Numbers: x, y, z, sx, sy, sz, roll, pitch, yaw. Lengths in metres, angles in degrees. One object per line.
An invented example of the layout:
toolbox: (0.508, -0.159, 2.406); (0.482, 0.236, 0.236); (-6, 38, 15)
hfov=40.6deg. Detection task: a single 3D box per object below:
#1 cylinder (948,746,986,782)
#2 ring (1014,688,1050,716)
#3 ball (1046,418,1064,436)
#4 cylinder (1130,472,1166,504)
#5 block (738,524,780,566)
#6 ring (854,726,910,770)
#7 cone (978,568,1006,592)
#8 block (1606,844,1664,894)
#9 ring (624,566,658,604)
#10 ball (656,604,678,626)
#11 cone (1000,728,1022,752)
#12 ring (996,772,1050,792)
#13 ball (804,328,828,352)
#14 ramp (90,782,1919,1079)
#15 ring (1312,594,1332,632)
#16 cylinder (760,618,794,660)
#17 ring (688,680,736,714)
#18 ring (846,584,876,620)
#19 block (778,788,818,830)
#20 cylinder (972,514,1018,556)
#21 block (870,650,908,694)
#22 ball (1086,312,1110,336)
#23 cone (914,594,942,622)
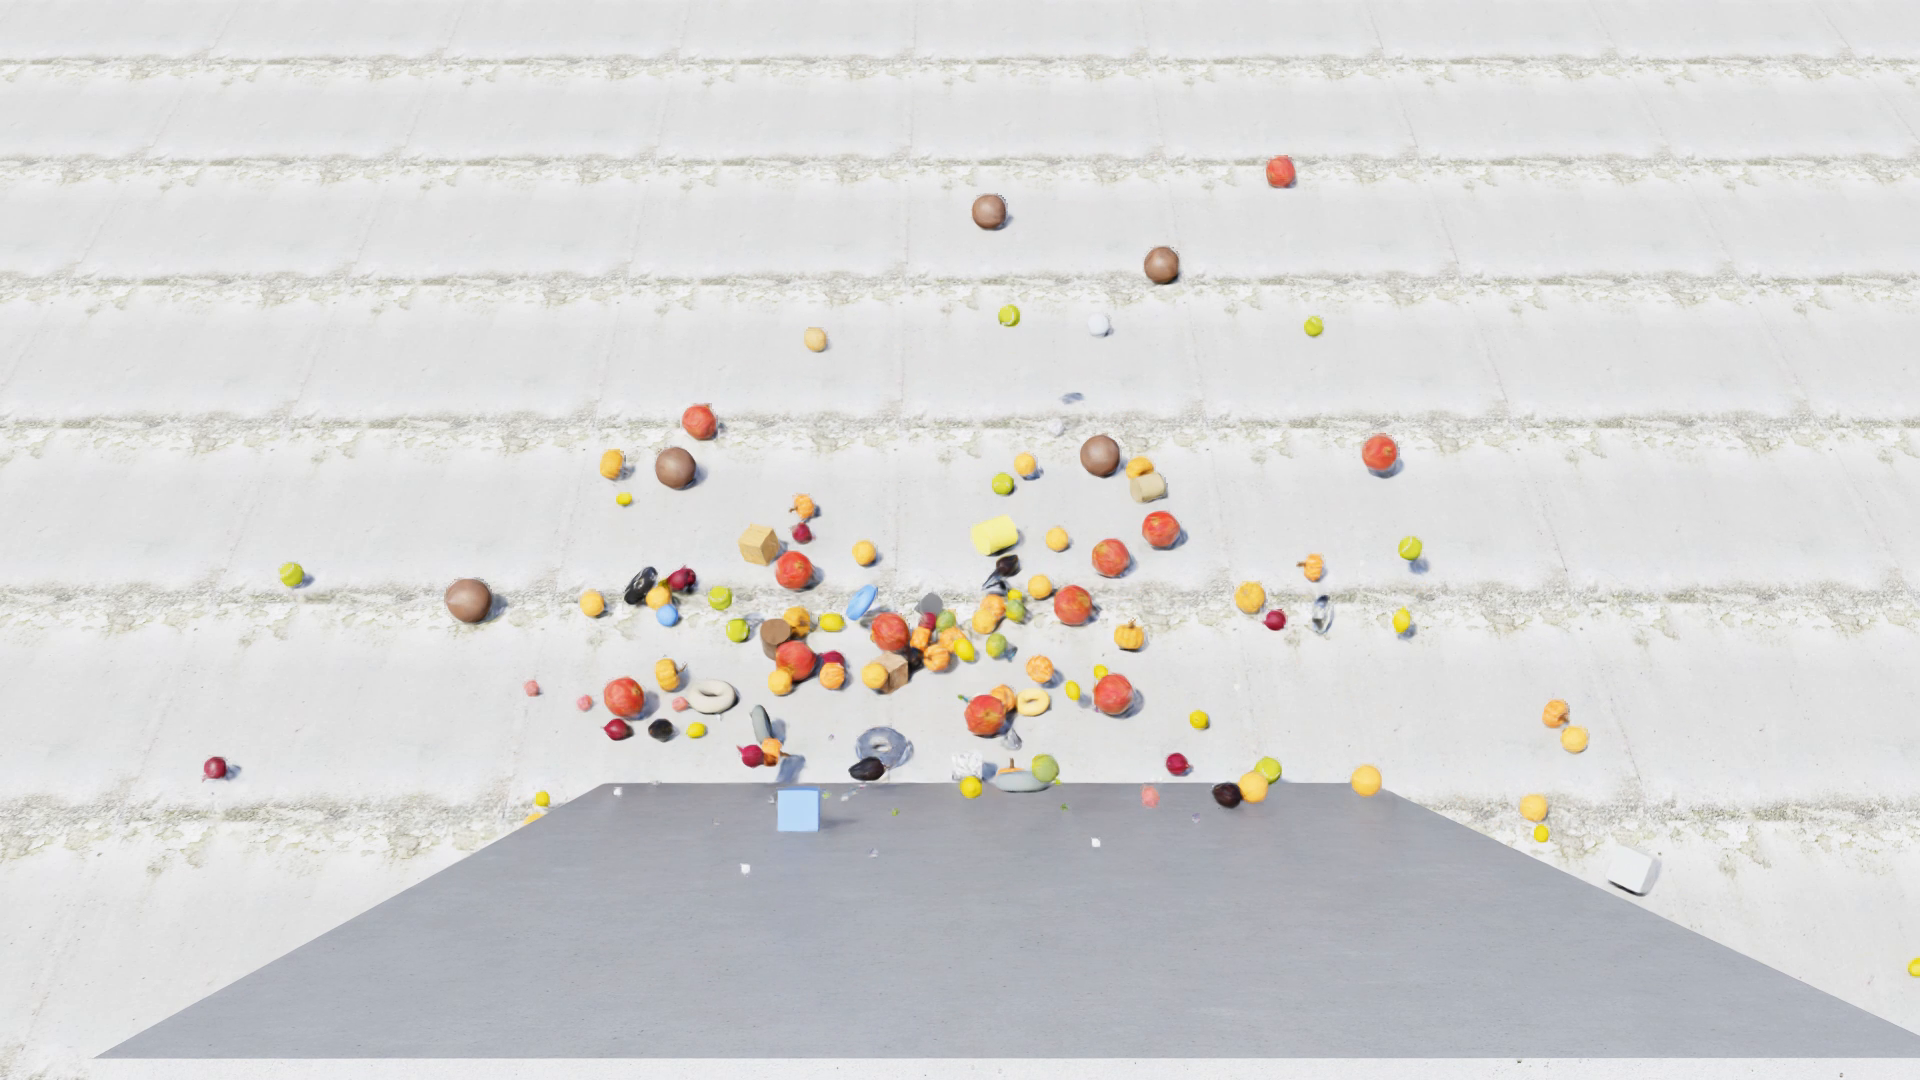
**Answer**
cylinder: (0.017, 0.595, 6.848); (0.080, 0.080, 0.080); (-19, 35, -1)
ring: (0.198, 0.447, 7.162); (0.101, 0.034, 0.101); (-7, 37, 5)
ball: (0.307, -0.364, 8.383); (0.057, 0.057, 0.057); (0, 33, 0)
cylinder: (0.581, -0.163, 8.053); (0.082, 0.082, 0.082); (-15, 36, -23)
block: (-0.602, 0.014, 7.758); (0.082, 0.082, 0.082); (12, 49, 29)
ring: (-0.210, 0.559, 6.974); (0.147, 0.049, 0.147); (3, 39, -3)
cone: (0.087, 0.132, 7.583); (0.072, 0.072, 0.072); (-28, 38, -6)
block: (1.690, 0.825, 6.503); (0.092, 0.092, 0.092); (24, 4, 32)
ring: (-0.932, 0.131, 7.564); (0.044, 0.131, 0.131); (39, 31, -15)
ball: (-0.846, 0.218, 7.489); (0.062, 0.062, 0.062); (0, 33, 0)
cone: (0.139, 0.528, 7.010); (0.061, 0.061, 0.061); (1, 40, 0)
ring: (0.158, 0.605, 6.494); (0.139, 0.046, 0.139); (-1, -2, 0)
ball: (-0.493, -0.684, 8.851); (0.081, 0.081, 0.081); (0, 33, 0)
ramp: (0.074, 0.643, 4.762); (2.000, 0.100, 4.000); (0, -1, 0)
ring: (1.037, 0.210, 7.445); (0.036, 0.108, 0.108); (9, 34, 23)
cylinder: (-0.519, 0.280, 7.339); (0.088, 0.088, 0.088); (-1, 56, 1)
ring: (-0.687, 0.432, 7.178); (0.136, 0.045, 0.136); (1, 29, -1)
ring: (-0.282, 0.178, 7.393); (0.039, 0.116, 0.116); (35, 32, -13)
block: (-0.338, 0.564, 5.442); (0.084, 0.084, 0.084); (0, -1, -3)
cylinder: (0.105, -0.015, 7.805); (0.098, 0.098, 0.098); (-20, 38, -28)
block: (-0.199, 0.370, 7.245); (0.076, 0.076, 0.076); (26, 41, 34)
ball: (0.478, -0.741, 8.937); (0.082, 0.082, 0.082); (0, 33, 0)
cone: (-0.110, 0.198, 7.544); (0.083, 0.083, 0.083); (-5, 21, 47)
